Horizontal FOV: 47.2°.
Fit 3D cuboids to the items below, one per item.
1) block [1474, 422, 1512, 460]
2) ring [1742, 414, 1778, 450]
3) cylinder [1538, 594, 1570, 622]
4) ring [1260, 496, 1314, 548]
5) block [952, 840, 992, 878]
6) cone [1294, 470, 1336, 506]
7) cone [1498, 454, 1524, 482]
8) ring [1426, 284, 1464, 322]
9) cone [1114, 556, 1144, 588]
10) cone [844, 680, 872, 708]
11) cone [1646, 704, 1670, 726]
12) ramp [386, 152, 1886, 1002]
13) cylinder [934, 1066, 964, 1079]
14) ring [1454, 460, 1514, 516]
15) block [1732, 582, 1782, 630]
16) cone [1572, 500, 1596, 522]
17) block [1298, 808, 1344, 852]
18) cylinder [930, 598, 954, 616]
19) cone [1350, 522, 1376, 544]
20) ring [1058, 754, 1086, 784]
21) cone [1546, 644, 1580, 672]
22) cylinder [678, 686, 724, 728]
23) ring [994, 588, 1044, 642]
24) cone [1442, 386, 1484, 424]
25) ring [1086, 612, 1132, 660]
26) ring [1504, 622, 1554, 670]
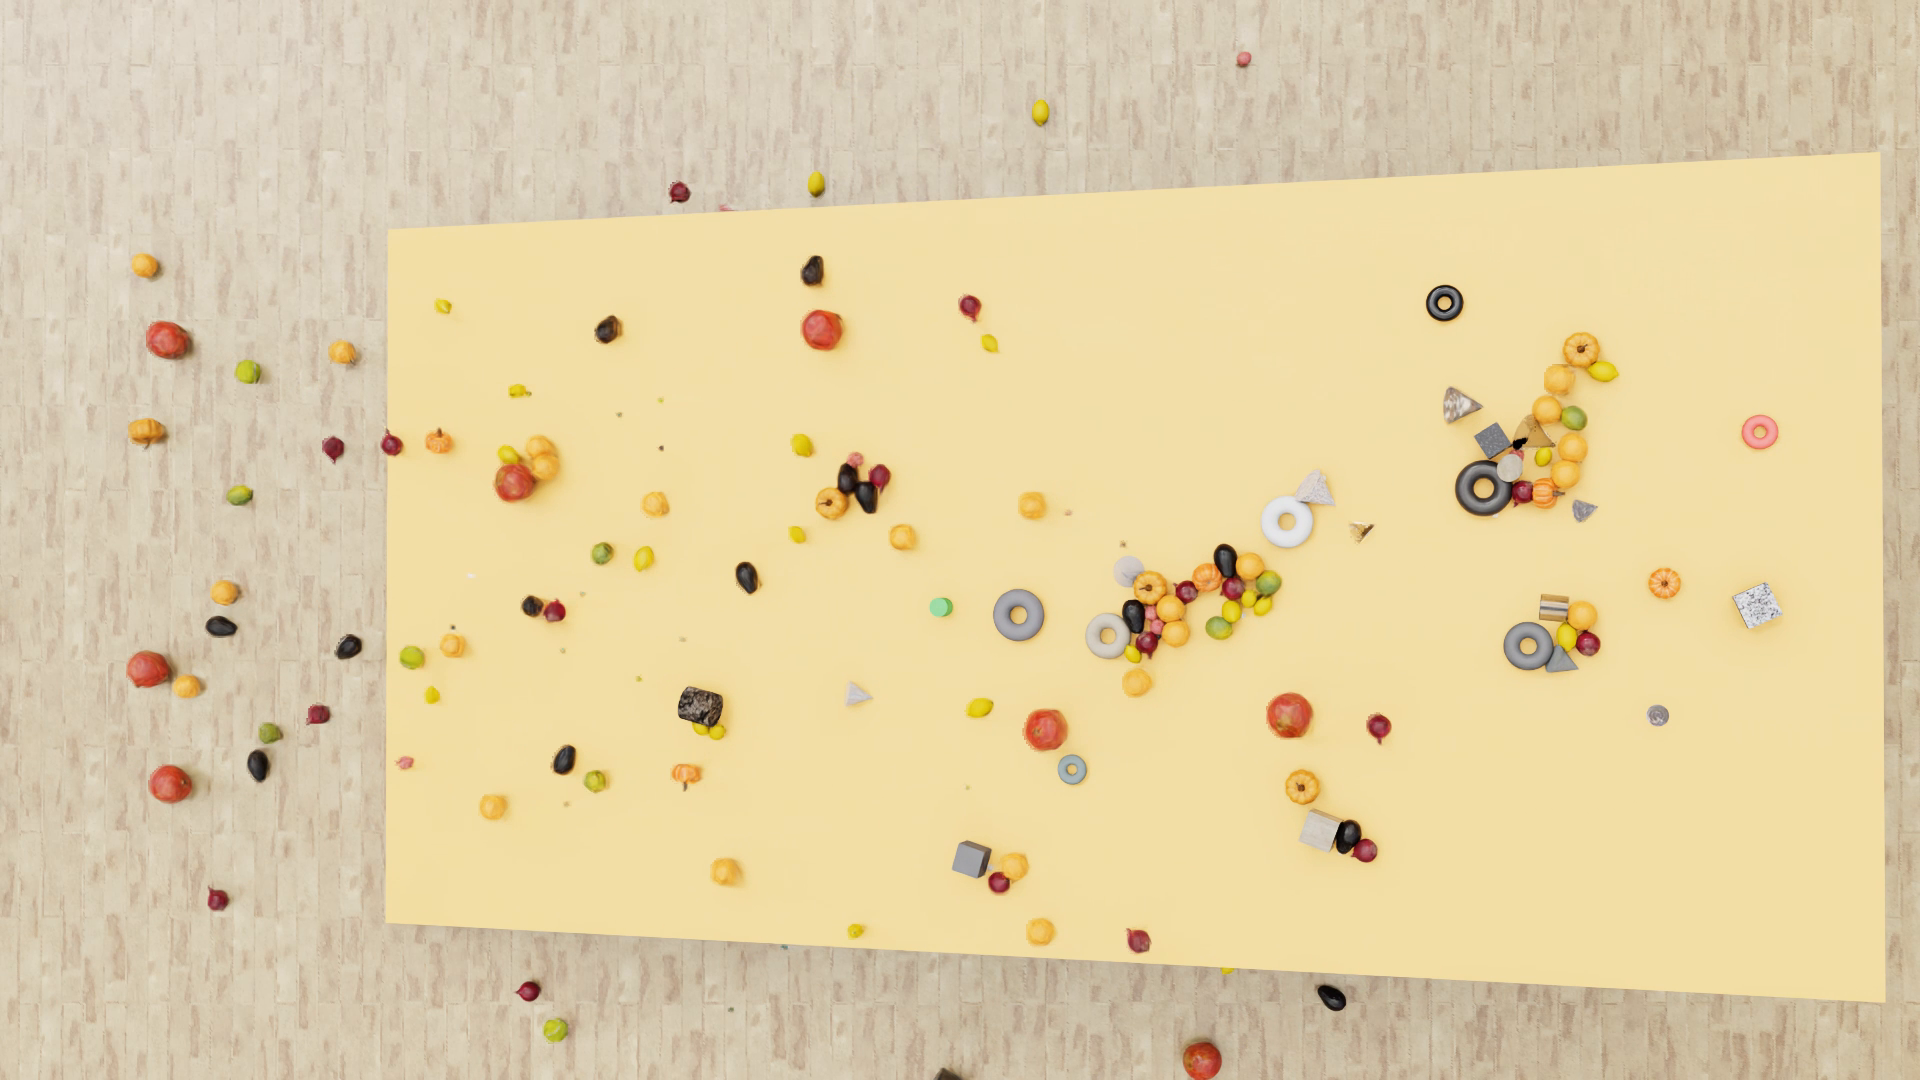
[{"bbox_3d":[1.311,-0.244,5.406,0.066,0.066,0.066,-33,80,14],"label":"block"},{"bbox_3d":[1.908,-0.257,5.243,0.083,0.028,0.083,0,89,19],"label":"ring"},{"bbox_3d":[1.448,0.166,5.358,0.066,0.066,0.066,5,89,17],"label":"cylinder"},{"bbox_3d":[0.827,-0.046,5.563,0.134,0.045,0.134,0,90,17],"label":"ring"},{"bbox_3d":[0.031,0.839,5.779,0.073,0.073,0.073,17,94,17],"label":"block"},{"bbox_3d":[0.912,-0.112,5.538,0.096,0.096,0.096,35,89,-12],"label":"cone"},{"bbox_3d":[1.364,-0.169,5.390,0.069,0.069,0.069,-12,72,38],"label":"cone"},{"bbox_3d":[1.204,-0.588,5.462,0.094,0.031,0.094,-1,88,17],"label":"ring"},{"bbox_3d":[0.426,0.082,5.663,0.084,0.084,0.084,0,89,17],"label":"cone"},{"bbox_3d":[-0.267,0.418,5.898,0.075,0.075,0.075,10,89,-10],"label":"cone"},{"bbox_3d":[1.678,0.424,5.290,0.054,0.054,0.054,0,89,17],"label":"cone"},{"bbox_3d":[0.273,0.094,5.806,4.000,0.100,2.000,0,89,17],"label":"ramp"},{"bbox_3d":[-0.032,1.595,6.369,0.099,0.099,0.099,30,89,0],"label":"cylinder"},{"bbox_3d":[1.291,-0.127,5.421,0.141,0.047,0.141,0,90,16],"label":"ring"},{"bbox_3d":[1.890,0.155,5.213,0.083,0.083,0.083,-26,82,15],"label":"block"},{"bbox_3d":[1.531,-0.077,5.357,0.057,0.057,0.057,-20,89,-24],"label":"cone"},{"bbox_3d":[0.904,0.728,5.509,0.081,0.081,0.081,21,95,16],"label":"block"},{"bbox_3d":[-0.050,0.178,5.825,0.051,0.051,0.051,0,89,17],"label":"cylinder"},{"bbox_3d":[1.018,-0.029,5.514,0.058,0.058,0.058,-20,89,-11],"label":"cone"},{"bbox_3d":[0.292,0.598,5.727,0.079,0.026,0.079,0,88,18],"label":"ring"},{"bbox_3d":[1.480,0.303,5.363,0.074,0.074,0.074,22,89,-11],"label":"cone"},{"bbox_3d":[-0.708,0.455,6.002,0.092,0.092,0.092,14,89,17],"label":"cylinder"},{"bbox_3d":[0.154,0.197,5.766,0.139,0.046,0.139,0,90,16],"label":"ring"},{"bbox_3d":[1.255,-0.331,5.437,0.091,0.091,0.091,2,89,-10],"label":"cone"},{"bbox_3d":[0.384,0.249,5.697,0.122,0.041,0.122,0,90,16],"label":"ring"},{"bbox_3d":[1.392,0.260,5.387,0.120,0.040,0.120,0,89,19],"label":"ring"}]
